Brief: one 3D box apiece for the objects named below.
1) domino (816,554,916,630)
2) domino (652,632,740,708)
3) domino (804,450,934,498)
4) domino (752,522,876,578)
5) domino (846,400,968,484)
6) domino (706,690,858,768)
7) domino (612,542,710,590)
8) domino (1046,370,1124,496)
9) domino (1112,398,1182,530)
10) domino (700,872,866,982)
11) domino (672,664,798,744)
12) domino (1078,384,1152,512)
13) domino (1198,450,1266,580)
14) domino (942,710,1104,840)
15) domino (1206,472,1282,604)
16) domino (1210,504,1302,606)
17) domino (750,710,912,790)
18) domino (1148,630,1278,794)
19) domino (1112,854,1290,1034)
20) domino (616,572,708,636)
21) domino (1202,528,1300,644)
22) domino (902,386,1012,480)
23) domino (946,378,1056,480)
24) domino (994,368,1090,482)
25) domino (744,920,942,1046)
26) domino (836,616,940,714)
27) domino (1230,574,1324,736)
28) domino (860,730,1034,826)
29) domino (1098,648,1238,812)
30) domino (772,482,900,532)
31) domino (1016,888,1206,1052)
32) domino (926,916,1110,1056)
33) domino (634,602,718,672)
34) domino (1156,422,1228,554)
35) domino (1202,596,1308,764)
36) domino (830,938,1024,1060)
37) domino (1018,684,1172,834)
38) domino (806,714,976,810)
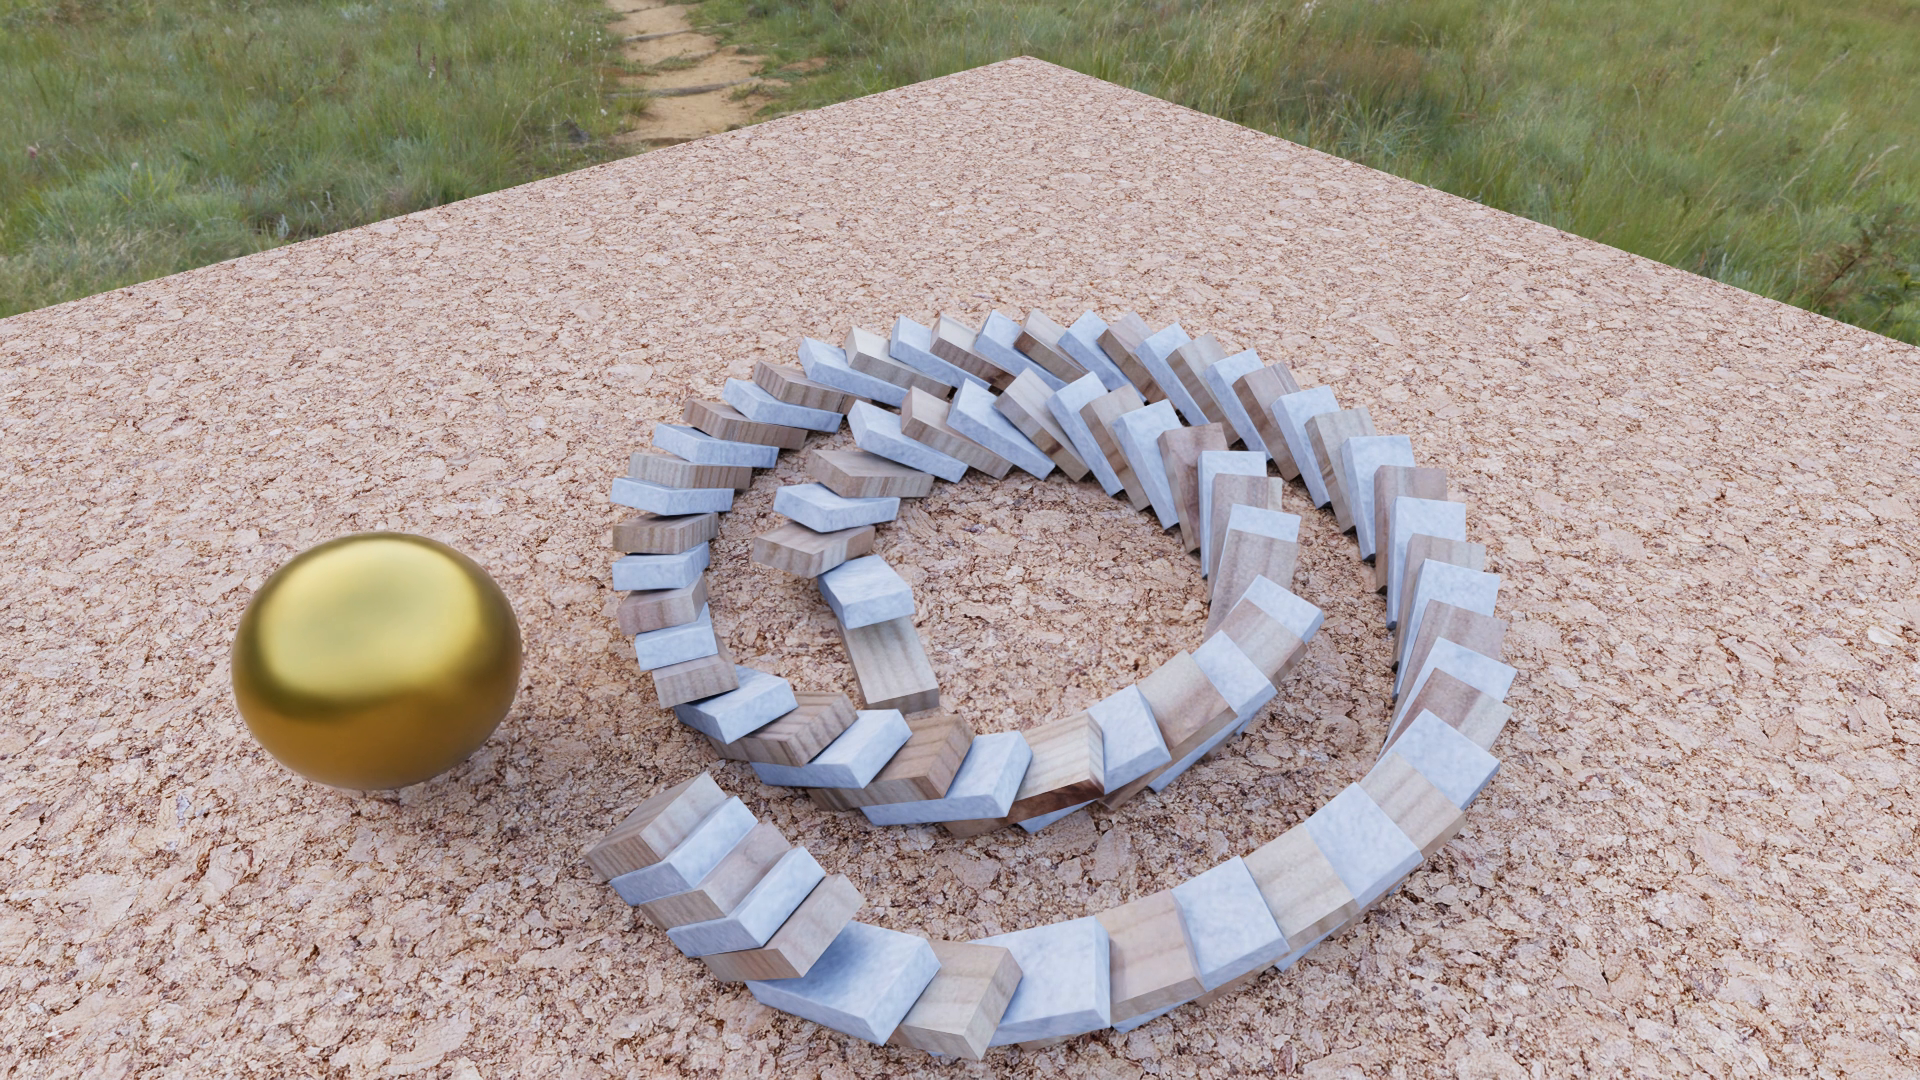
[{"bbox_3d":[-0.036,0.018,0.405,0.025,0.009,0.050,-13,17,-15],"label":"domino"},{"bbox_3d":[-0.091,0.043,0.371,0.025,0.010,0.050,-14,9,-16],"label":"domino"},{"bbox_3d":[-0.037,-0.028,0.460,0.025,0.010,0.050,34,23,34],"label":"domino"},{"bbox_3d":[-0.056,0.001,0.427,0.025,0.010,0.050,16,18,19],"label":"domino"},{"bbox_3d":[-0.023,-0.042,0.475,0.050,0.010,0.025,18,28,-29],"label":"domino"},{"bbox_3d":[-0.057,0.059,0.351,0.050,0.010,0.025,-8,24,49],"label":"domino"},{"bbox_3d":[-0.111,0.009,0.413,0.025,0.009,0.050,-3,8,-2],"label":"domino"},{"bbox_3d":[0.062,-0.046,0.477,0.025,0.010,0.050,-32,87,-33],"label":"domino"},{"bbox_3d":[0.086,-0.032,0.460,0.025,0.010,0.050,-21,81,-25],"label":"domino"},{"bbox_3d":[-0.048,0.103,0.291,0.010,0.050,0.025,52,50,-6],"label":"domino"},{"bbox_3d":[-0.075,0.053,0.359,0.025,0.010,0.050,-26,13,-28],"label":"domino"},{"bbox_3d":[0.074,-0.040,0.469,0.025,0.009,0.050,-27,84,-30],"label":"domino"},{"bbox_3d":[0.108,-0.010,0.434,0.025,0.010,0.050,1,75,1],"label":"domino"},{"bbox_3d":[0.019,0.072,0.335,0.050,0.010,0.025,-23,36,23],"label":"domino"},{"bbox_3d":[0.109,0.000,0.421,0.025,0.009,0.050,5,75,4],"label":"domino"},{"bbox_3d":[0.108,0.014,0.406,0.025,0.010,0.050,12,76,14],"label":"domino"},{"bbox_3d":[-0.041,0.065,0.344,0.050,0.009,0.025,-11,25,44],"label":"domino"},{"bbox_3d":[0.074,0.055,0.355,0.050,0.009,0.025,-41,49,4],"label":"domino"},{"bbox_3d":[0.059,0.108,0.294,0.050,0.010,0.025,-30,41,7],"label":"domino"},{"bbox_3d":[-0.106,0.022,0.395,0.025,0.010,0.050,-11,9,-7],"label":"domino"},{"bbox_3d":[0.103,0.023,0.393,0.025,0.010,0.050,13,76,14],"label":"domino"},{"bbox_3d":[-0.001,-0.047,0.481,0.050,0.010,0.025,24,34,-20],"label":"domino"},{"bbox_3d":[0.020,-0.049,0.484,0.050,0.009,0.025,30,38,-13],"label":"domino"},{"bbox_3d":[0.040,-0.051,0.484,0.050,0.010,0.025,43,43,-3],"label":"domino"},{"bbox_3d":[-0.032,0.113,0.287,0.050,0.009,0.025,-6,28,43],"label":"domino"},{"bbox_3d":[-0.027,0.041,0.393,0.025,0.010,0.050,-11,41,-14],"label":"domino"},{"bbox_3d":[0.099,0.039,0.376,0.025,0.009,0.050,34,82,34],"label":"domino"},{"bbox_3d":[-0.005,0.073,0.335,0.050,0.010,0.025,-14,29,34],"label":"domino"},{"bbox_3d":[0.059,0.060,0.348,0.050,0.010,0.025,-39,49,6],"label":"domino"},{"bbox_3d":[-0.049,-0.015,0.444,0.025,0.009,0.050,24,18,26],"label":"domino"},{"bbox_3d":[0.036,0.113,0.289,0.050,0.010,0.025,-24,38,12],"label":"domino"},{"bbox_3d":[0.014,0.116,0.285,0.050,0.009,0.025,-20,34,21],"label":"domino"},{"bbox_3d":[-0.099,0.033,0.383,0.025,0.009,0.050,-13,9,-13],"label":"domino"},{"bbox_3d":[0.100,-0.021,0.448,0.025,0.010,0.050,-10,76,-12],"label":"domino"},{"bbox_3d":[0.088,0.046,0.365,0.050,0.010,0.025,-48,55,-1],"label":"domino"},{"bbox_3d":[-0.011,0.116,0.283,0.050,0.009,0.025,-10,29,38],"label":"domino"},{"bbox_3d":[0.038,0.068,0.341,0.050,0.010,0.025,-31,39,12],"label":"domino"},{"bbox_3d":[-0.022,0.069,0.339,0.050,0.010,0.025,-16,28,37],"label":"domino"}]
